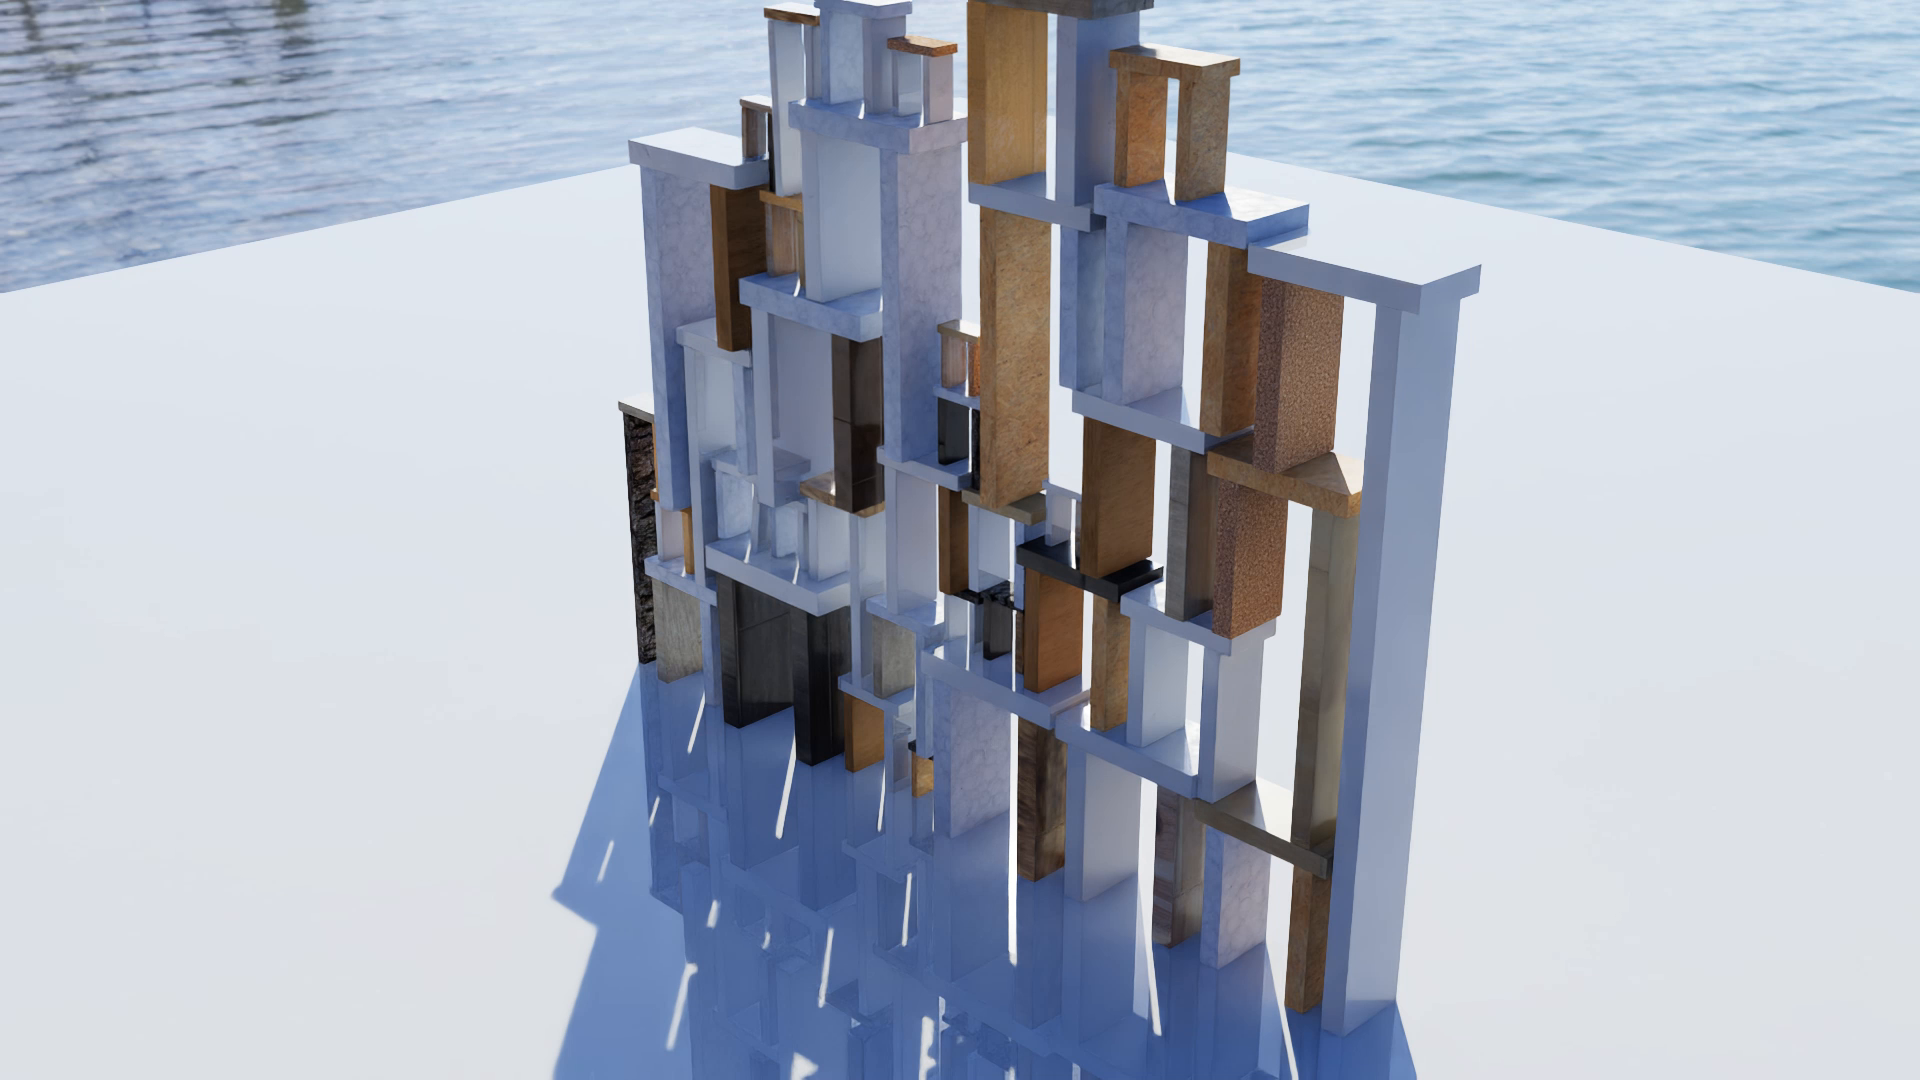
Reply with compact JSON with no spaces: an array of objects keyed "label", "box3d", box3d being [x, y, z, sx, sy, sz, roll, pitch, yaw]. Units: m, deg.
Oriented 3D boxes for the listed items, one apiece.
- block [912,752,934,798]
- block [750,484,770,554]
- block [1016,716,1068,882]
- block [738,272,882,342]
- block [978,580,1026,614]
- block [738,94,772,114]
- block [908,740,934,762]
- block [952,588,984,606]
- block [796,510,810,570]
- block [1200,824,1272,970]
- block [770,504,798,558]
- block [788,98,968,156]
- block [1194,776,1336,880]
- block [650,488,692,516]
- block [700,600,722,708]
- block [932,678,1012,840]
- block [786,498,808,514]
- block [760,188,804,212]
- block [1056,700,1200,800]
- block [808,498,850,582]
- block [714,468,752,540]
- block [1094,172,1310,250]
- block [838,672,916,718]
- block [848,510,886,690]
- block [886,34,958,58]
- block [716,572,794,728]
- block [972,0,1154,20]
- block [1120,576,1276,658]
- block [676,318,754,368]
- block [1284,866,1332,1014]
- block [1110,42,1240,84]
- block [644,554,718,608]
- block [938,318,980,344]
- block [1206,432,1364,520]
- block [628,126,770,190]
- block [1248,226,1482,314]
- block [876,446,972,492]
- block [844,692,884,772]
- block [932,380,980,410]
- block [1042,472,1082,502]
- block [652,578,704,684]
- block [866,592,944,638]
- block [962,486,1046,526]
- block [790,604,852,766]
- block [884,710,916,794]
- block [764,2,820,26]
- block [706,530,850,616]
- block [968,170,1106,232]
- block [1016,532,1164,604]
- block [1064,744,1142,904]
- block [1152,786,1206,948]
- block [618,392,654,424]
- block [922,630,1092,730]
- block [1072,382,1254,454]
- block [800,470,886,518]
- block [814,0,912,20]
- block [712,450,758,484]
[{"label":"block","box3d":[-0.075,0.472,4.514,0.052,0.104,0.015,-21,31,-41]},{"label":"block","box3d":[-0.401,-0.056,4.638,0.079,0.158,0.022,-21,39,-41]},{"label":"block","box3d":[0.186,0.469,4.218,0.048,0.341,0.171,21,31,41]},{"label":"block","box3d":[-0.248,-0.468,4.298,0.178,0.050,0.356,-21,31,-40]},{"label":"block","box3d":[0.104,0.107,4.164,0.127,0.018,0.063,21,31,40]},{"label":"block","box3d":[-0.377,-0.846,4.269,0.101,0.014,0.050,23,32,40]},{"label":"block","box3d":[-0.050,0.427,4.468,0.104,0.015,0.052,21,31,40]},{"label":"block","box3d":[0.017,0.097,4.249,0.104,0.015,0.052,21,31,40]},{"label":"block","box3d":[-0.305,-0.009,4.562,0.067,0.133,0.019,-21,31,-40]},{"label":"block","box3d":[0.497,0.616,3.946,0.142,0.283,0.040,-21,31,-41]},{"label":"block","box3d":[-0.367,-0.034,4.620,0.067,0.133,0.019,-20,30,-39]},{"label":"block","box3d":[-0.147,-0.773,4.055,0.163,0.046,0.327,-21,31,-40]},{"label":"block","box3d":[0.564,0.493,3.821,0.283,0.040,0.142,21,31,41]},{"label":"block","box3d":[-0.608,-0.091,4.839,0.144,0.020,0.072,21,31,41]},{"label":"block","box3d":[-0.512,0.233,4.886,0.036,0.254,0.127,21,31,41]},{"label":"block","box3d":[0.025,0.406,4.366,0.048,0.341,0.171,21,31,41]},{"label":"block","box3d":[-0.337,-0.090,4.558,0.067,0.019,0.133,-21,31,-40]},{"label":"block","box3d":[-0.314,-0.666,4.289,0.149,0.021,0.075,21,31,41]},{"label":"block","box3d":[0.348,0.367,4.007,0.324,0.046,0.162,21,31,41]},{"label":"block","box3d":[-0.267,-0.015,4.509,0.026,0.185,0.092,22,32,40]},{"label":"block","box3d":[-0.484,-0.087,4.714,0.022,0.158,0.079,21,31,41]},{"label":"block","box3d":[0.390,-0.539,3.575,0.160,0.045,0.320,-21,31,-40]},{"label":"block","box3d":[-0.157,0.309,4.531,0.183,0.026,0.091,21,31,40]},{"label":"block","box3d":[-0.180,0.113,4.466,0.026,0.386,0.092,20,30,38]},{"label":"block","box3d":[-0.068,-0.883,3.927,0.060,0.017,0.120,-22,31,-40]},{"label":"block","box3d":[-0.437,0.214,4.796,0.180,0.359,0.051,-21,31,-41]},{"label":"block","box3d":[0.154,-0.915,3.656,0.155,0.044,0.310,-22,31,-40]},{"label":"block","box3d":[0.414,0.130,3.828,0.247,0.035,0.124,21,31,41]},{"label":"block","box3d":[-0.466,-0.412,4.559,0.120,0.034,0.240,-21,30,-40]},{"label":"block","box3d":[0.631,0.668,3.823,0.040,0.283,0.142,21,31,41]},{"label":"block","box3d":[0.343,-0.765,3.522,0.192,0.027,0.096,21,31,40]},{"label":"block","box3d":[-0.572,0.077,4.884,0.254,0.036,0.127,21,31,41]},{"label":"block","box3d":[0.013,-0.384,4.049,0.104,0.015,0.052,21,31,39]},{"label":"block","box3d":[0.556,-0.109,3.575,0.282,0.040,0.141,21,31,41]},{"label":"block","box3d":[-0.497,-0.771,4.432,0.169,0.048,0.338,-22,31,-40]},{"label":"block","box3d":[0.618,-0.418,3.378,0.319,0.045,0.159,21,31,41]},{"label":"block","box3d":[-0.044,-0.150,4.209,0.220,0.031,0.110,21,31,40]},{"label":"block","box3d":[-0.200,0.388,4.612,0.026,0.183,0.091,21,31,41]},{"label":"block","box3d":[0.020,-0.271,4.090,0.133,0.019,0.067,21,31,40]},{"label":"block","box3d":[0.206,-0.094,3.968,0.108,0.015,0.054,21,31,40]},{"label":"block","box3d":[-0.631,0.187,4.996,0.036,0.254,0.127,21,31,41]},{"label":"block","box3d":[-0.090,0.143,4.383,0.184,0.026,0.092,21,31,41]},{"label":"block","box3d":[0.097,-0.073,4.086,0.175,0.025,0.087,20,31,40]},{"label":"block","box3d":[-0.268,0.281,4.640,0.180,0.359,0.051,-21,31,-41]},{"label":"block","box3d":[-0.114,0.422,4.532,0.026,0.183,0.091,21,31,41]},{"label":"block","box3d":[-0.295,-0.985,4.116,0.138,0.020,0.069,19,31,38]},{"label":"block","box3d":[-0.352,0.059,4.638,0.359,0.051,0.180,21,31,41]},{"label":"block","box3d":[0.165,-0.589,3.788,0.284,0.040,0.142,21,31,41]},{"label":"block","box3d":[0.234,0.044,3.983,0.123,0.035,0.247,-21,31,-40]},{"label":"block","box3d":[0.271,0.508,4.150,0.046,0.324,0.162,21,31,41]},{"label":"block","box3d":[0.424,0.567,4.009,0.046,0.324,0.162,21,31,41]},{"label":"block","box3d":[-0.672,-0.287,4.837,0.080,0.023,0.159,-21,31,-41]},{"label":"block","box3d":[0.105,0.259,4.216,0.341,0.048,0.171,21,31,41]},{"label":"block","box3d":[0.350,-0.220,3.753,0.148,0.042,0.295,-21,31,-40]},{"label":"block","box3d":[-0.226,-0.093,4.423,0.185,0.026,0.092,20,30,38]},{"label":"block","box3d":[-0.177,-0.975,4.000,0.086,0.024,0.172,-21,31,-41]},{"label":"block","box3d":[-0.443,-0.155,4.639,0.079,0.022,0.158,-21,30,-40]}]
